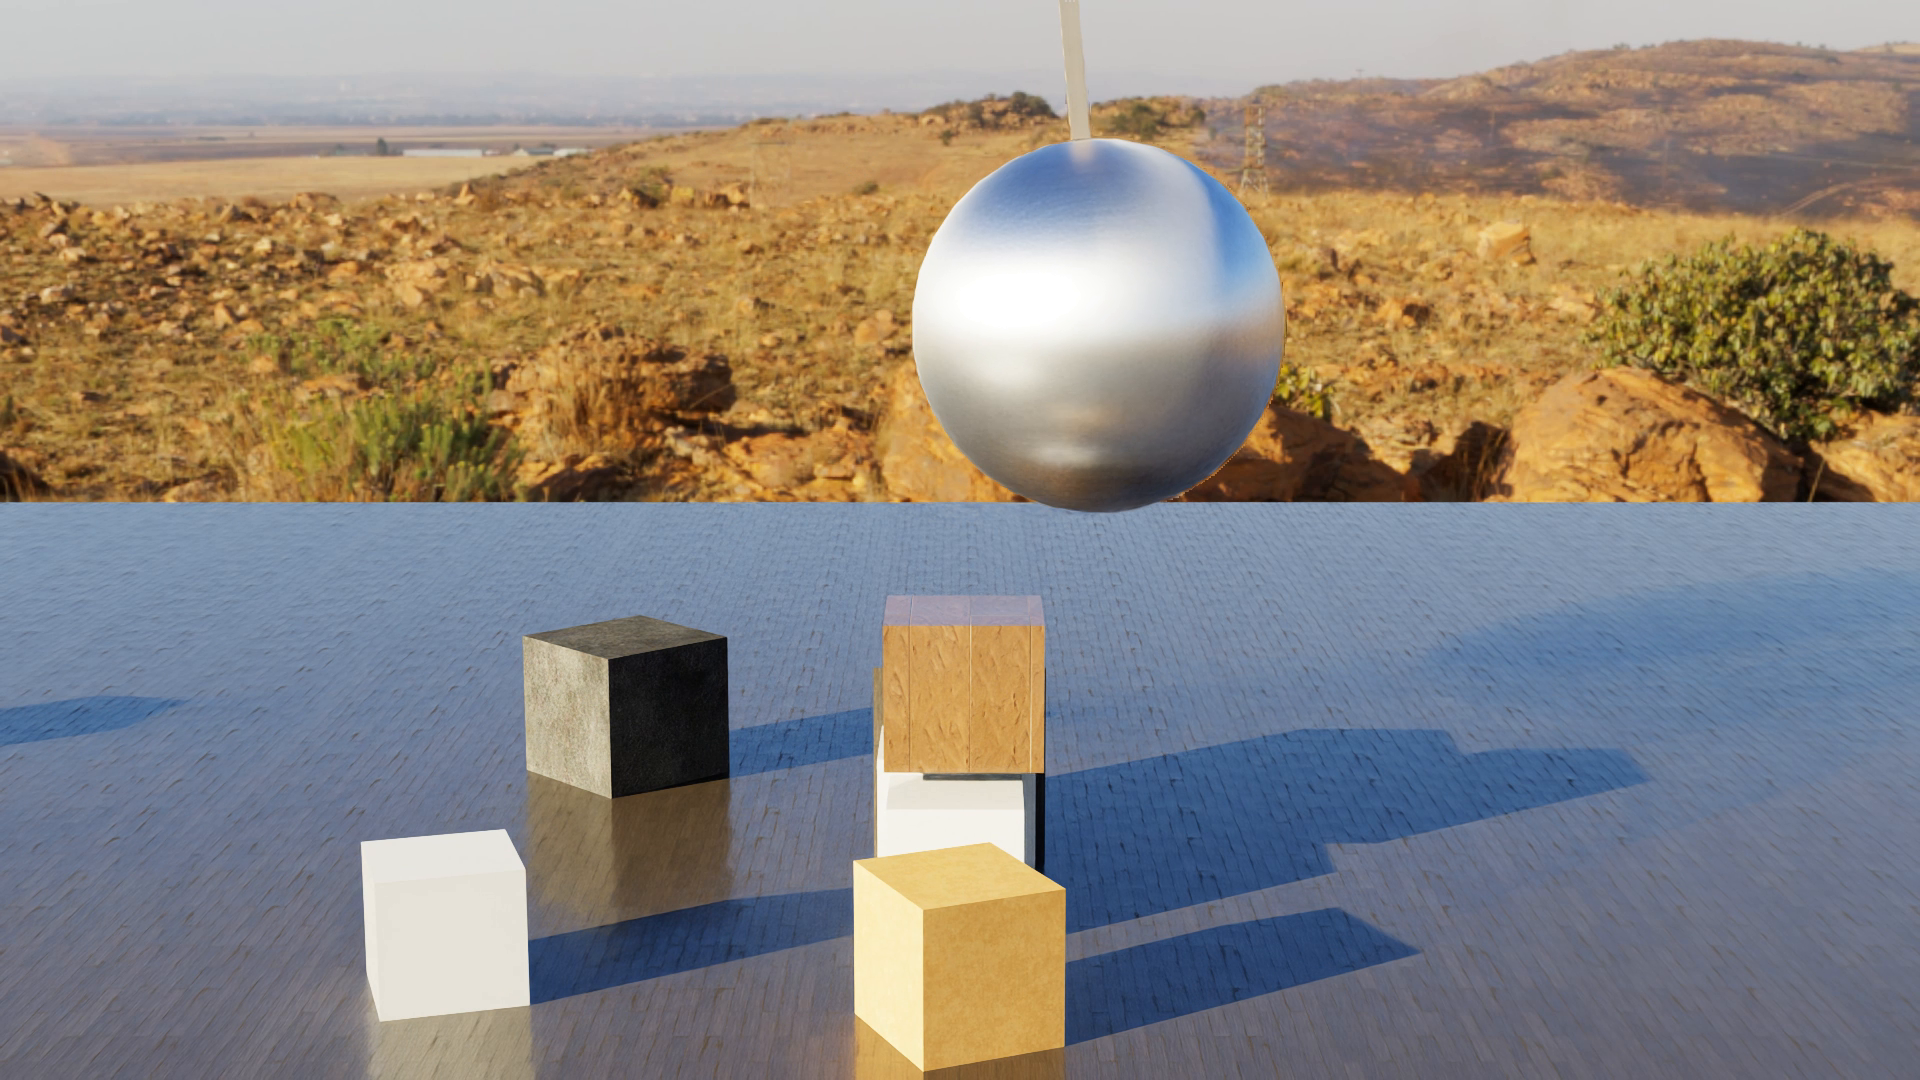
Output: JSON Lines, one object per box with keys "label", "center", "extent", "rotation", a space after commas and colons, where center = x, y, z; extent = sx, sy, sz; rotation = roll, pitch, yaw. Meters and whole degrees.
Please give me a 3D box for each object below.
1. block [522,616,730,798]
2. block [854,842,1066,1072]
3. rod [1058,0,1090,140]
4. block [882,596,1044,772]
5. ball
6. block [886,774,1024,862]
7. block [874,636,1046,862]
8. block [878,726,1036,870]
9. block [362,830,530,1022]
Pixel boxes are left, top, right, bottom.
{"label": "block", "center": [-1.694, 0.832, 13.033], "extent": [0.736, 0.701, 0.734], "rotation": [-10, 14, -43]}
{"label": "block", "center": [-0.008, 1.526, 9.491], "extent": [0.565, 0.601, 0.634], "rotation": [-5, 11, -24]}
{"label": "rod", "center": [0.256, -4.245, 10.408], "extent": [0.080, 5.200, 0.080], "rotation": [-6, 10, 1]}
{"label": "block", "center": [0.017, 0.606, 10.931], "extent": [0.667, 0.627, 0.620], "rotation": [0, 10, 0]}
{"label": "ball", "center": [0.590, -0.916, 11.014], "extent": [1.600, 1.600, 1.600], "rotation": [0, 10, 0]}
{"label": "block", "center": [-0.019, 1.324, 10.688], "extent": [0.561, 0.570, 0.527], "rotation": [0, 10, 0]}
{"label": "block", "center": [0.007, 0.934, 11.916], "extent": [0.768, 0.899, 0.862], "rotation": [0, 10, 1]}
{"label": "block", "center": [-0.014, 1.193, 11.226], "extent": [0.672, 0.635, 0.578], "rotation": [0, 10, 0]}
{"label": "block", "center": [-1.994, 1.479, 9.920], "extent": [0.560, 0.540, 0.550], "rotation": [-3, 11, -18]}
